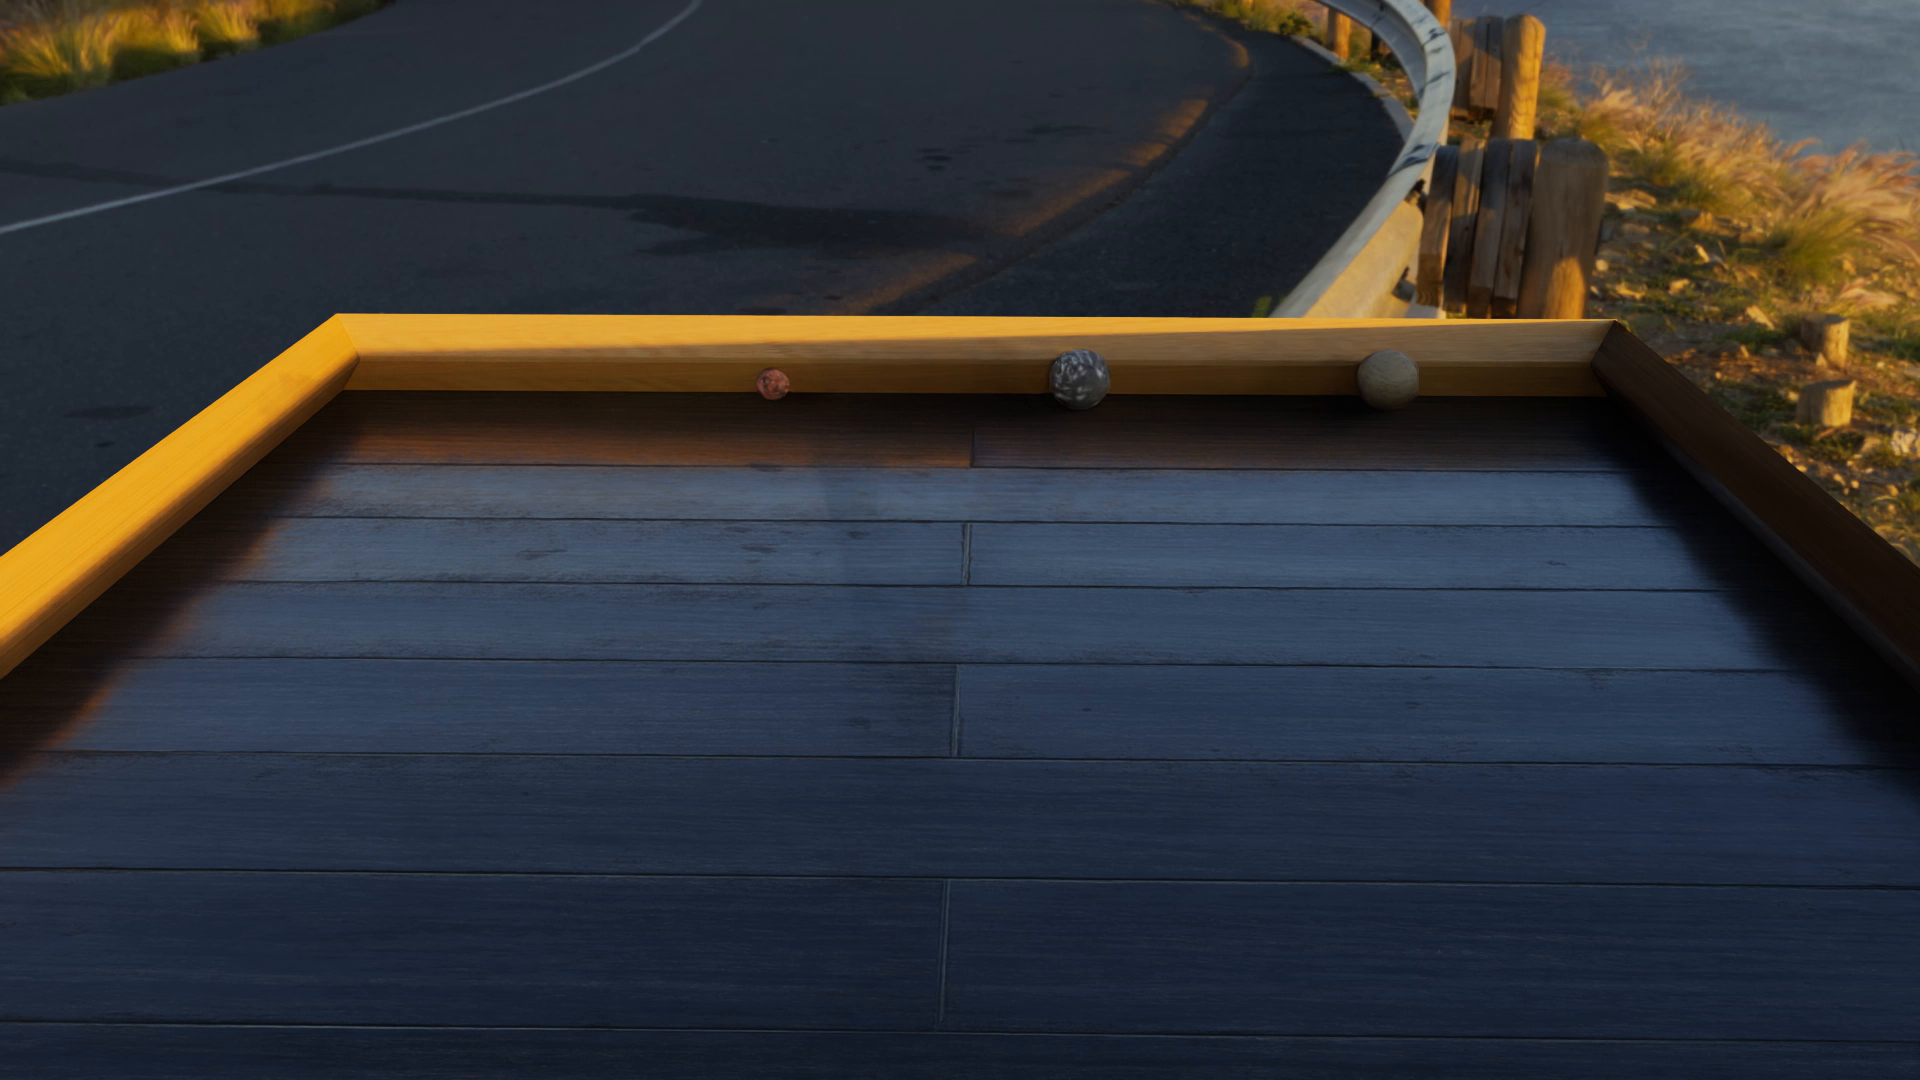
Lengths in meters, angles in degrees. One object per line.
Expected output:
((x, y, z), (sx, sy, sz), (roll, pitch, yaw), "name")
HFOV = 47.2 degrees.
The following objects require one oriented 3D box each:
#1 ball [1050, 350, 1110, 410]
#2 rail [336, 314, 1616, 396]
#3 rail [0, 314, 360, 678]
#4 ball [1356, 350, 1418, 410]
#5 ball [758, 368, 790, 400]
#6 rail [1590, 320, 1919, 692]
((0.181, -0.244, 3.339), (0.092, 0.092, 0.092), (0, 18, 0), "ball")
((0.018, -0.282, 3.408), (1.988, 0.120, 0.045), (0, 18, 1), "rail")
((-0.989, 0.233, 1.824), (0.045, 0.120, 3.422), (0, 18, 1), "rail")
((0.648, -0.243, 3.335), (0.093, 0.093, 0.093), (0, 18, 0), "ball")
((-0.288, -0.240, 3.399), (0.049, 0.049, 0.049), (0, 18, 0), "ball")
((0.951, 0.246, 1.783), (0.045, 0.120, 3.422), (0, 18, 1), "rail")
